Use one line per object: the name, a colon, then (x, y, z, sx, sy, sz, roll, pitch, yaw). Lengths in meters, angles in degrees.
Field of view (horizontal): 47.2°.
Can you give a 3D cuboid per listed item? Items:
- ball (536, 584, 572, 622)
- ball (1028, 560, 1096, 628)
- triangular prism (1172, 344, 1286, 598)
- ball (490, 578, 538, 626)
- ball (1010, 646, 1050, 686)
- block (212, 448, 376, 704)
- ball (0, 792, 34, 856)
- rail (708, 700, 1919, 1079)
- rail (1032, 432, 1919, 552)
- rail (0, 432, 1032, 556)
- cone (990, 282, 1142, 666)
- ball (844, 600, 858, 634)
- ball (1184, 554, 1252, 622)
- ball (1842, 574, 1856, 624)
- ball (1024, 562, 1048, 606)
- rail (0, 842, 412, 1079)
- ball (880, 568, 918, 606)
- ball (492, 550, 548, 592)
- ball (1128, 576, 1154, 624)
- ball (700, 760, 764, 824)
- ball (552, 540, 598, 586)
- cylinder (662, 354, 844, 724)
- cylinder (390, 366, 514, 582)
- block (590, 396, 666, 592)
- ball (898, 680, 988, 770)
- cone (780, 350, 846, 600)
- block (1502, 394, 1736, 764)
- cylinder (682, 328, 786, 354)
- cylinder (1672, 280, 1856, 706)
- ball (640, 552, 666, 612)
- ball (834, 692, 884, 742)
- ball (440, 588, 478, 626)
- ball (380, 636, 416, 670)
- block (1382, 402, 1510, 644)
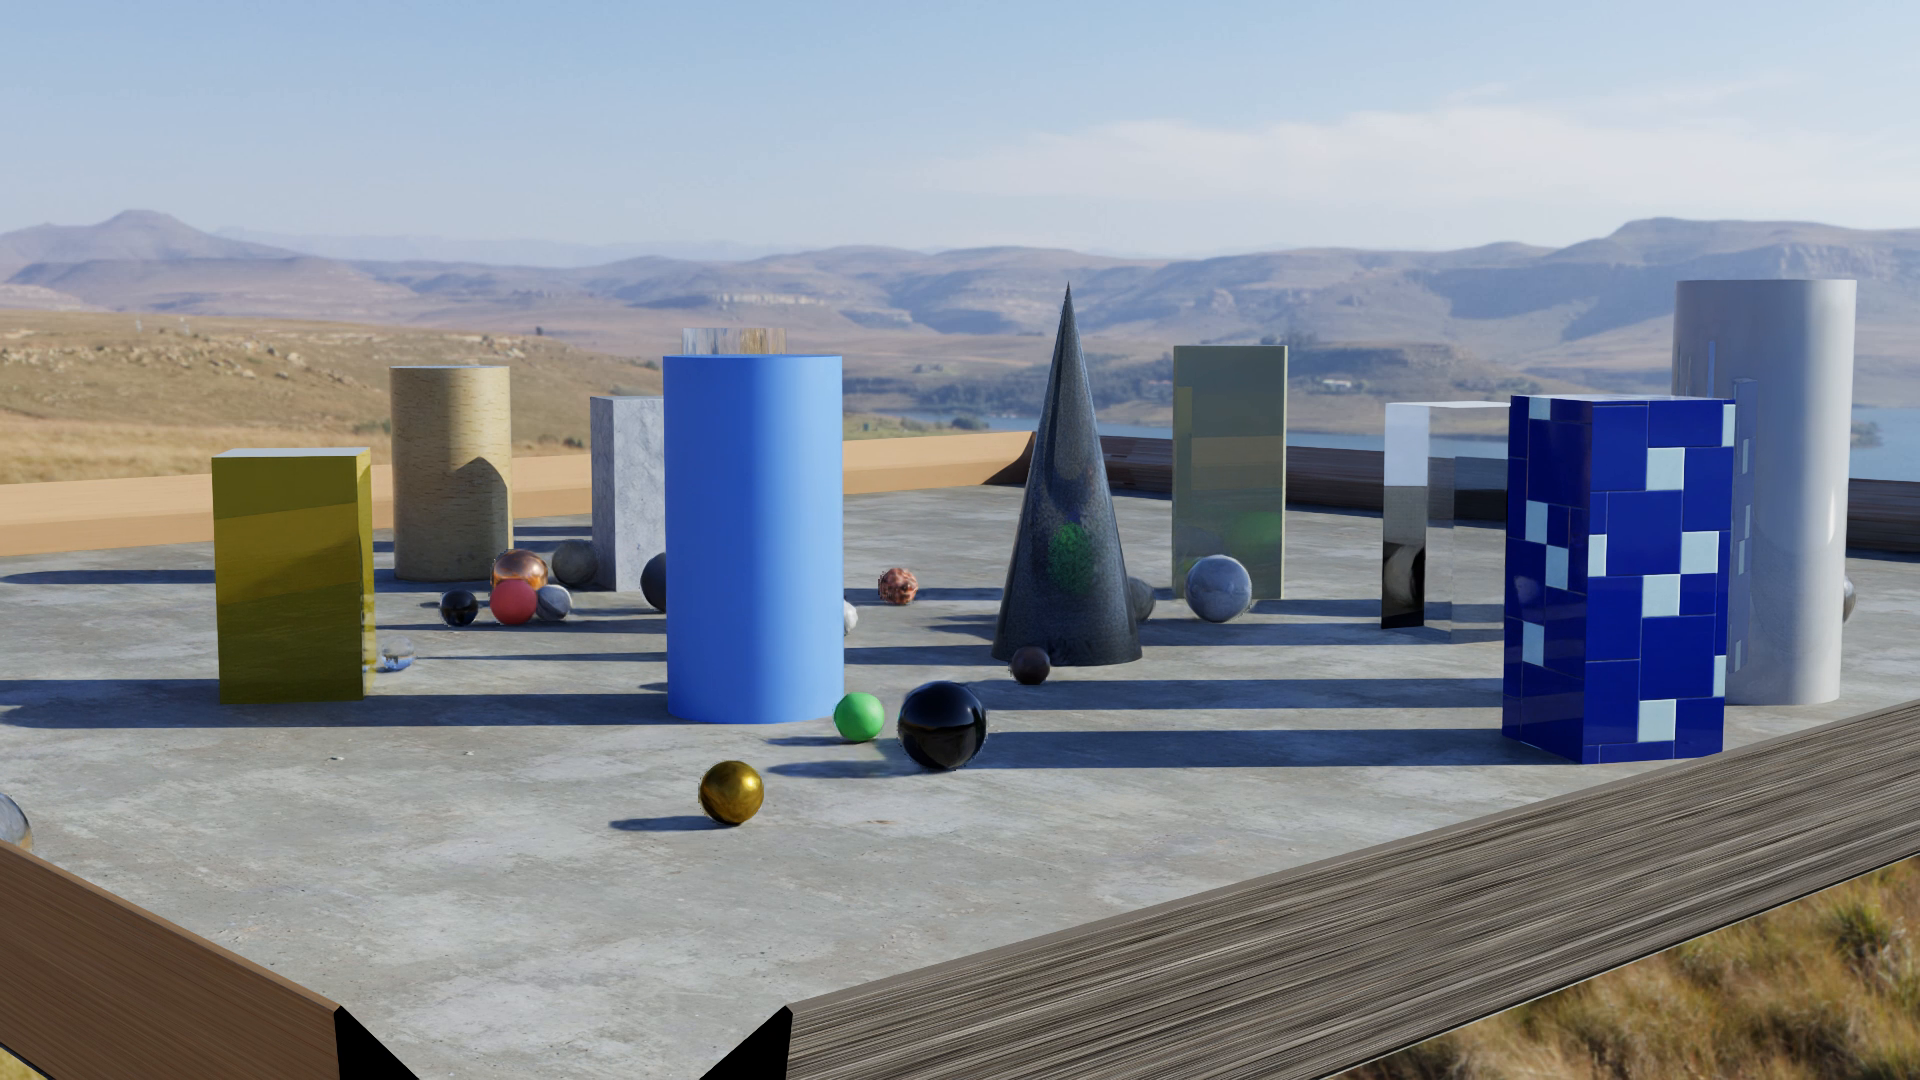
ball: (-0.586, 0.090, 3.158, 0.054, 0.054, 0.054, 0, 6, 0)
ball: (0.143, 0.076, 3.088, 0.096, 0.096, 0.096, 0, 6, 0)
triangular prism: (0.416, -0.111, 3.460, 0.171, 0.391, 0.148, 0, 6, 1)
ball: (-0.633, 0.088, 3.119, 0.066, 0.066, 0.066, 0, 6, 0)
ball: (0.084, 0.149, 2.618, 0.048, 0.048, 0.048, 0, 6, 0)
block: (-0.774, 0.037, 2.568, 0.158, 0.281, 0.158, -1, 6, -9)
ball: (-0.740, 0.228, 1.633, 0.095, 0.095, 0.095, 0, 6, 0)
rail: (1.114, 0.159, 2.131, 3.590, 0.128, 0.045, -5, 8, -42)
rail: (1.302, -0.091, 4.527, 0.045, 0.128, 3.334, -5, 8, -42)
rail: (-1.114, -0.092, 4.533, 3.590, 0.128, 0.045, -5, 8, -42)
cone: (0.138, -0.091, 2.829, 0.197, 0.483, 0.197, 0, 6, 0)
ball: (-0.165, 0.107, 3.021, 0.049, 0.049, 0.049, 0, 6, 0)
ball: (0.369, 0.070, 3.146, 0.097, 0.097, 0.097, 0, 6, 0)
ball: (1.183, 0.080, 3.035, 0.099, 0.099, 0.099, 0, 6, 0)
ball: (0.134, 0.072, 3.195, 0.081, 0.081, 0.081, 0, 6, 0)
rail: (-1.302, 0.158, 2.137, 0.045, 0.128, 3.334, -5, 8, -42)
ball: (-0.093, 0.070, 3.332, 0.057, 0.057, 0.057, 0, 6, 0)
ball: (-0.667, 0.056, 3.333, 0.085, 0.085, 0.085, 0, 6, 0)
ball: (0.240, 0.087, 3.111, 0.070, 0.070, 0.070, 0, 6, 0)
ball: (-0.198, 0.219, 1.911, 0.056, 0.056, 0.056, 0, 6, 0)
ball: (-0.622, 0.038, 3.554, 0.075, 0.075, 0.075, 0, 6, 0)
cylinder: (-0.229, -0.007, 2.451, 0.197, 0.394, 0.197, 0, 6, 0)
cylinder: (-0.851, -0.115, 3.689, 0.197, 0.351, 0.197, 0, 6, 0)
block: (-0.503, -0.080, 3.578, 0.158, 0.304, 0.158, -2, 6, -22)
ball: (-0.017, 0.180, 2.138, 0.087, 0.087, 0.087, 0, 6, 0)
cone: (-0.251, -0.073, 3.099, 0.197, 0.390, 0.197, 0, 6, 0)
block: (0.667, 0.033, 2.240, 0.158, 0.357, 0.158, -2, 6, -15)
cylinder: (-0.425, -0.194, 4.157, 0.197, 0.411, 0.197, 0, 6, 0)
cylinder: (0.927, -0.061, 2.559, 0.197, 0.478, 0.197, 0, 6, 0)
ball: (-0.428, 0.062, 3.255, 0.089, 0.089, 0.089, 0, 6, 0)
ball: (-0.104, 0.183, 2.277, 0.052, 0.052, 0.052, 0, 6, 0)
ball: (-0.708, 0.095, 3.107, 0.054, 0.054, 0.054, 0, 6, 0)
ball: (-0.698, 0.141, 2.729, 0.042, 0.042, 0.042, 0, 6, 0)
block: (0.695, -0.028, 3.027, 0.158, 0.317, 0.158, -3, 7, -24)
